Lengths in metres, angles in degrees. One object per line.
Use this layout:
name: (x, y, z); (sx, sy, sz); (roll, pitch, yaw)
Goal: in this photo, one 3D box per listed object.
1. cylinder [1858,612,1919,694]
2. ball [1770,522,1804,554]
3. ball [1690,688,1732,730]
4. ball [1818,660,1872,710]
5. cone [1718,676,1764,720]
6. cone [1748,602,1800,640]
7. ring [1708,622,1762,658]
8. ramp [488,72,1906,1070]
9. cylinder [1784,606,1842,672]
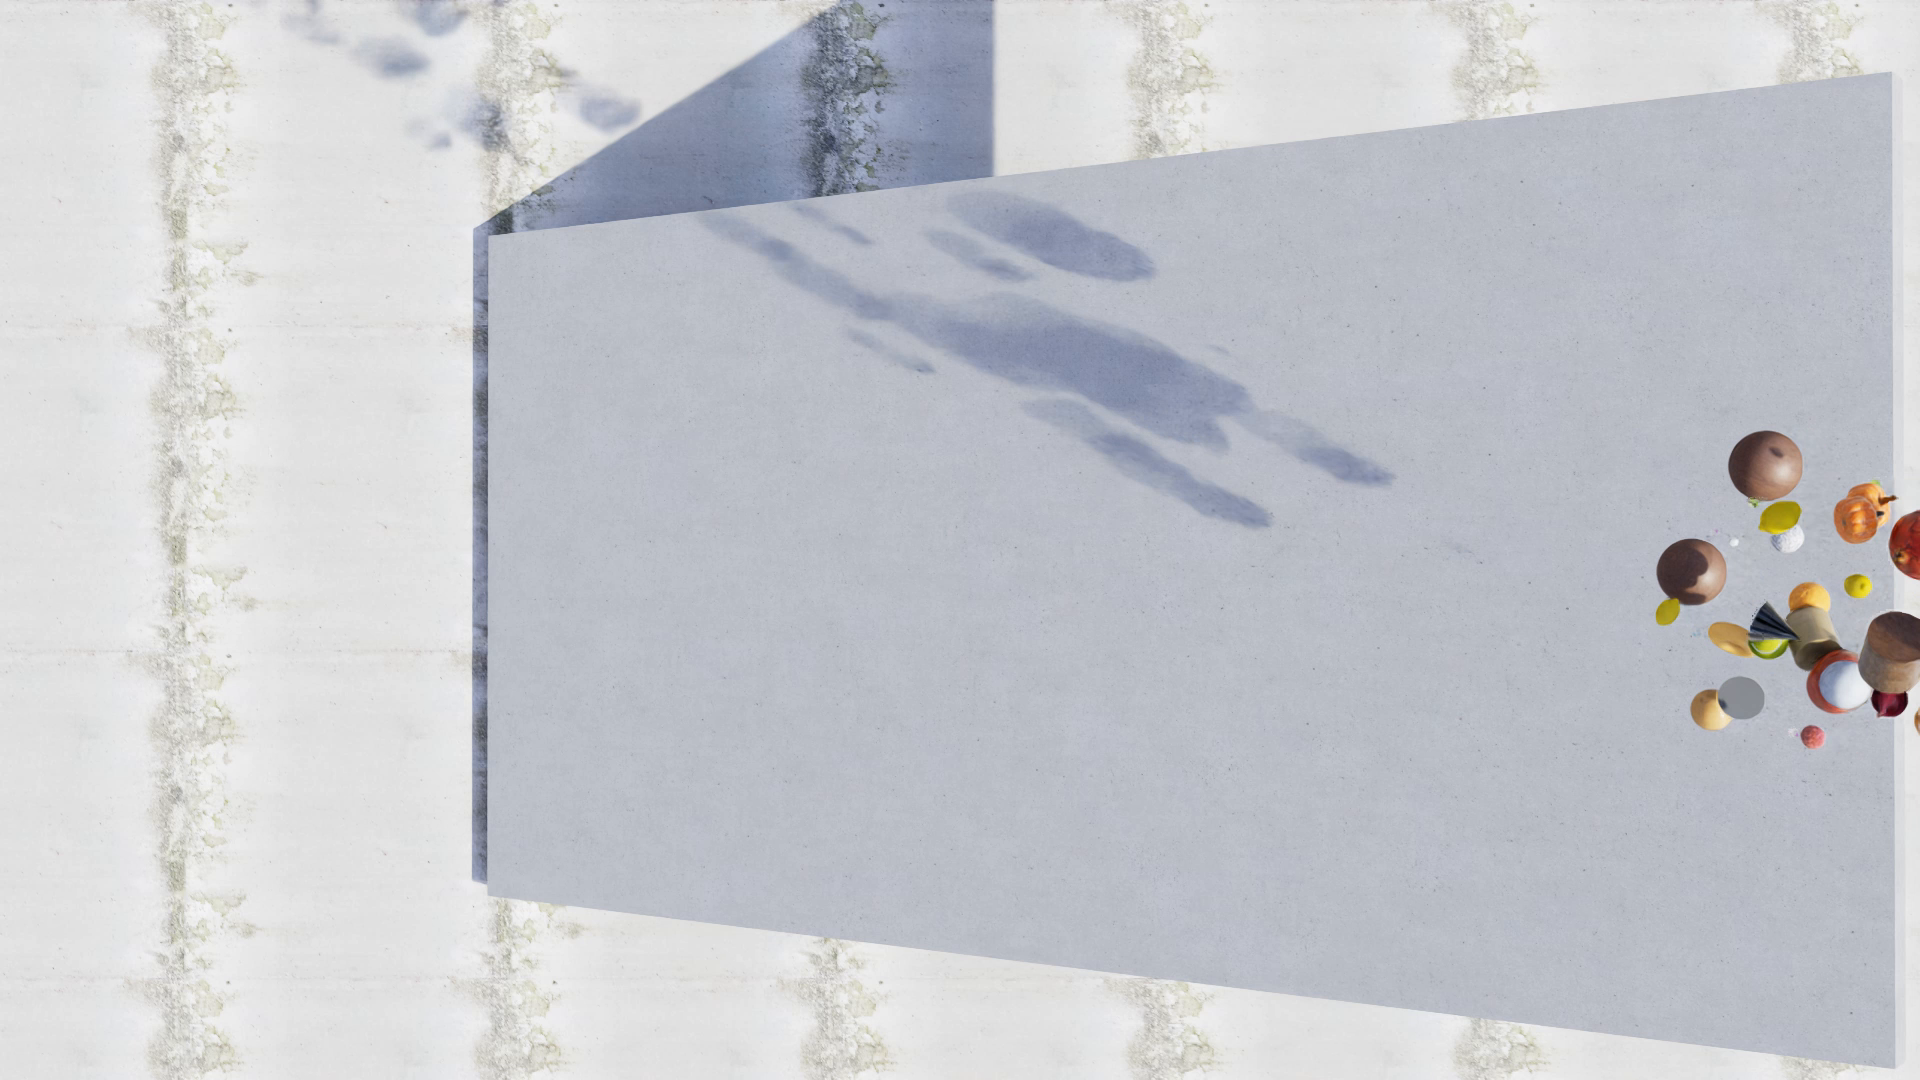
cylinder: (1.371, 0.166, 3.226); (0.088, 0.088, 0.088); (-6, 54, 8)
ball: (1.474, -0.005, 3.920); (0.057, 0.057, 0.057); (0, 90, 0)
ball: (1.448, 0.327, 4.233); (0.081, 0.081, 0.081); (0, 90, 0)
ball: (1.488, 0.243, 3.696); (0.082, 0.082, 0.082); (0, 90, 0)
cone: (1.464, 0.307, 4.133); (0.083, 0.083, 0.083); (-4, 71, 12)
cone: (1.381, 0.152, 3.706); (0.072, 0.072, 0.072); (28, 90, 34)
ring: (1.431, 0.184, 4.059); (0.101, 0.101, 0.034); (28, 80, 0)
ramp: (0.248, 0.068, 5.577); (4.000, 0.100, 2.000); (0, 89, 34)
cylinder: (1.519, 0.176, 3.920); (0.082, 0.082, 0.082); (1, 133, 1)
